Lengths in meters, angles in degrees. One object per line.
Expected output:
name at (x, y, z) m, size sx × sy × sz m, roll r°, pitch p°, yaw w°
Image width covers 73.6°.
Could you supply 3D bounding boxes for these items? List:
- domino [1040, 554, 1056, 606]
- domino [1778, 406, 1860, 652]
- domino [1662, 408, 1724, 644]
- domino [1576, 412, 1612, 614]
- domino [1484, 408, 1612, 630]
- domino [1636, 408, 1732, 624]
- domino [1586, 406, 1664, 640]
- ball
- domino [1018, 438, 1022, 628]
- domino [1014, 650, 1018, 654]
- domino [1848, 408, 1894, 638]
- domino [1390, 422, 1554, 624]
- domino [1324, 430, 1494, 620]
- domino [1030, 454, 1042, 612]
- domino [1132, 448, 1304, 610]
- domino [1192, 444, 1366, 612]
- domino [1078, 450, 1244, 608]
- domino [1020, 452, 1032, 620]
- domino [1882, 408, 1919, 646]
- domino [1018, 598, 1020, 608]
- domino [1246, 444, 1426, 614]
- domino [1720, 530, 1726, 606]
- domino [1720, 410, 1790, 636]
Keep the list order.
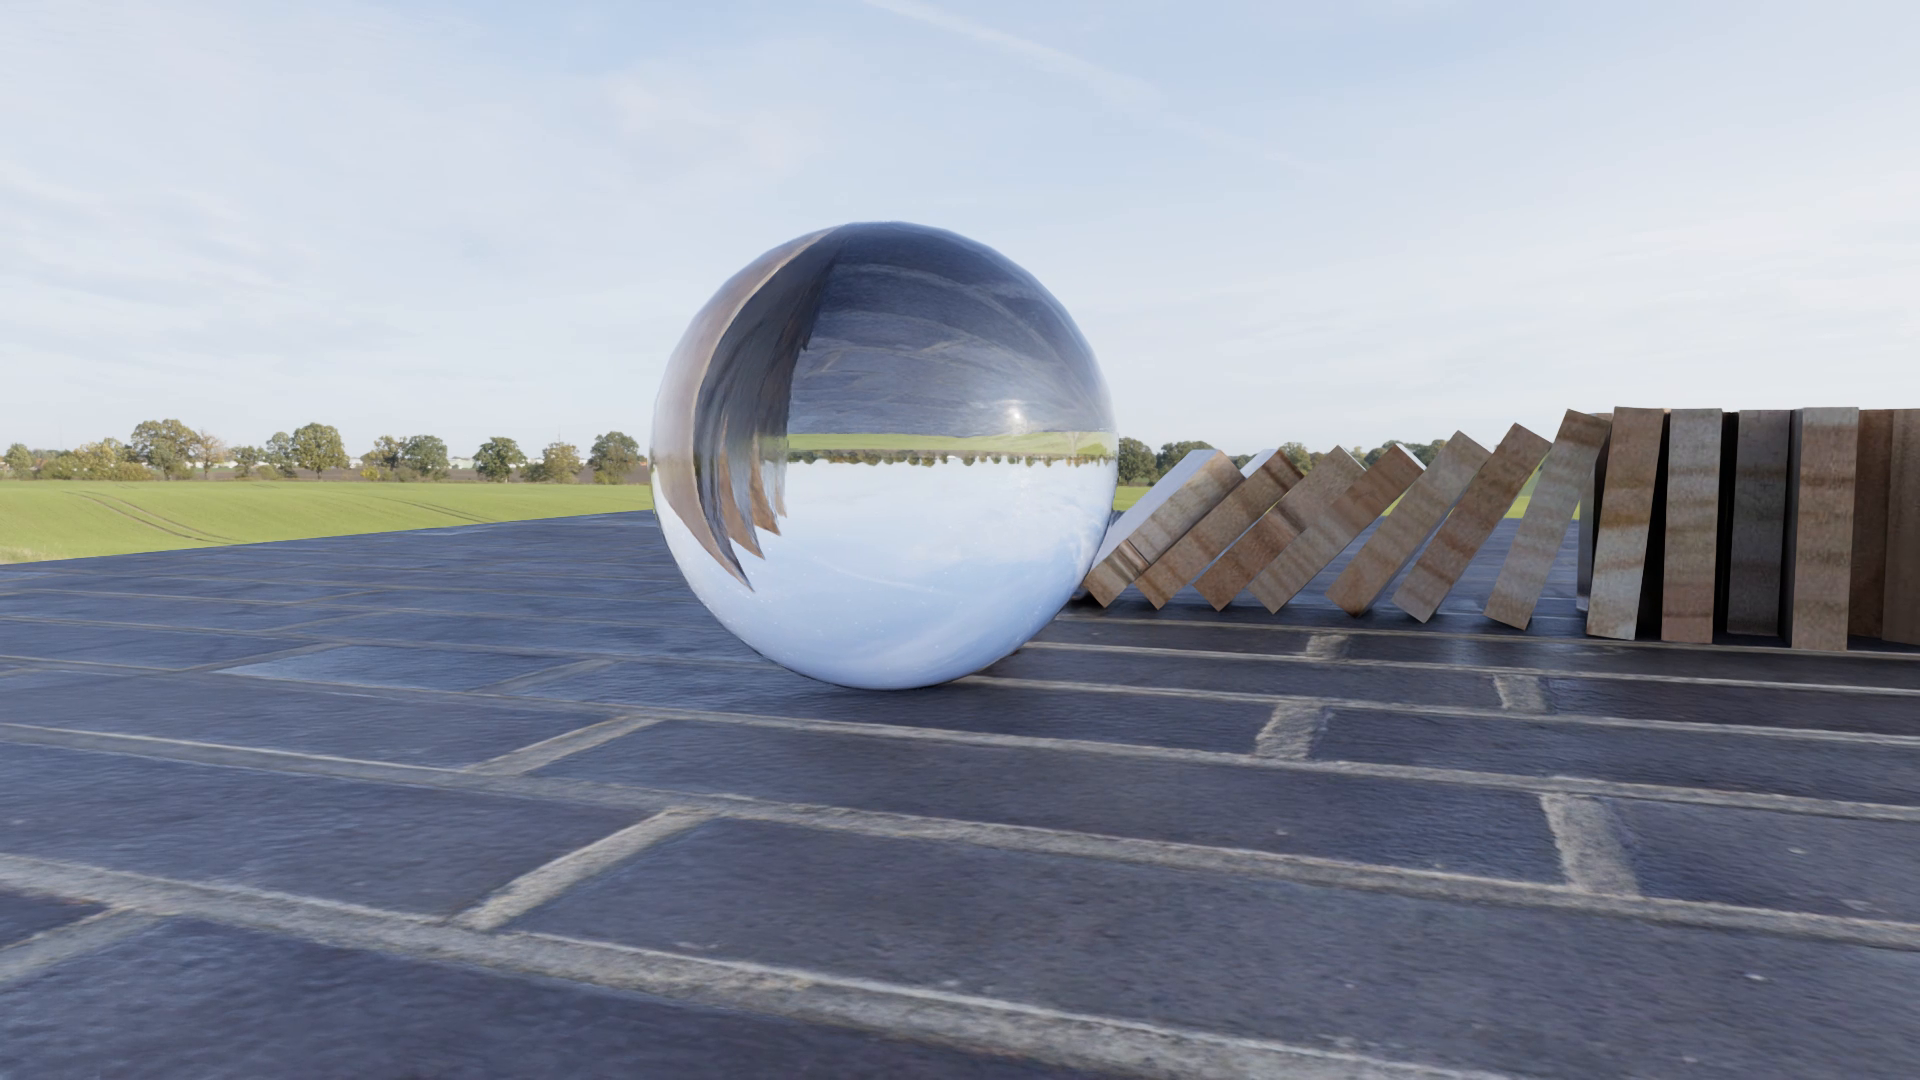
domino at (0.013, 0.011, 0.361) m, size 0.025 × 0.010 × 0.050 m, roll 0°, pitch 4°, yaw 0°
domino at (0.183, -0.003, 0.274) m, size 0.010 × 0.050 × 0.025 m, roll 2°, pitch 5°, yaw 26°
domino at (0.163, -0.004, 0.285) m, size 0.009 × 0.050 × 0.025 m, roll 3°, pitch 5°, yaw 31°
domino at (0.170, -0.007, 0.321) m, size 0.025 × 0.050 × 0.010 m, roll 0°, pitch 3°, yaw 7°
domino at (0.138, -0.005, 0.300) m, size 0.009 × 0.050 × 0.025 m, roll 23°, pitch 13°, yaw 23°
domino at (0.170, -0.006, 0.305) m, size 0.025 × 0.050 × 0.009 m, roll 0°, pitch 4°, yaw -26°
domino at (0.149, -0.004, 0.288) m, size 0.010 × 0.050 × 0.025 m, roll 7°, pitch 7°, yaw 26°
ball at (-0.013, -0.014, 0.222) m, size 0.080 × 0.080 × 0.080 m, roll 0°, pitch 4°, yaw 0°
domino at (0.002, -0.003, 0.309) m, size 0.025 × 0.050 × 0.010 m, roll 0°, pitch -37°, yaw 3°
domino at (0.000, 0.000, 0.272) m, size 0.025 × 0.050 × 0.010 m, roll 0°, pitch -37°, yaw 3°
domino at (0.201, -0.004, 0.291) m, size 0.009 × 0.050 × 0.025 m, roll -2°, pitch 5°, yaw -29°
domino at (0.124, -0.004, 0.309) m, size 0.010 × 0.050 × 0.025 m, roll 36°, pitch 18°, yaw 20°
domino at (0.111, -0.004, 0.316) m, size 0.009 × 0.050 × 0.025 m, roll 41°, pitch 20°, yaw 18°
domino at (0.009, -0.003, 0.339) m, size 0.025 × 0.009 × 0.050 m, roll 0°, pitch 45°, yaw 5°
domino at (0.067, -0.003, 0.339) m, size 0.050 × 0.010 × 0.025 m, roll -43°, pitch 0°, yaw 6°
domino at (0.083, -0.003, 0.331) m, size 0.009 × 0.050 × 0.025 m, roll 46°, pitch 15°, yaw 9°
domino at (0.051, -0.004, 0.343) m, size 0.050 × 0.009 × 0.025 m, roll -43°, pitch 7°, yaw -2°
domino at (0.005, -0.002, 0.325) m, size 0.025 × 0.010 × 0.050 m, roll 0°, pitch 45°, yaw 5°
domino at (0.209, -0.002, 0.267) m, size 0.009 × 0.050 × 0.025 m, roll -1°, pitch 5°, yaw -18°
domino at (0.001, -0.001, 0.284) m, size 0.025 × 0.050 × 0.009 m, roll 0°, pitch -37°, yaw 3°
domino at (0.096, -0.003, 0.325) m, size 0.010 × 0.050 × 0.025 m, roll 47°, pitch 19°, yaw 13°
domino at (0.203, -0.008, 0.341) m, size 0.009 × 0.050 × 0.025 m, roll 0°, pitch 4°, yaw 3°
domino at (0.183, -0.005, 0.295) m, size 0.010 × 0.050 × 0.025 m, roll 3°, pitch 5°, yaw 28°
